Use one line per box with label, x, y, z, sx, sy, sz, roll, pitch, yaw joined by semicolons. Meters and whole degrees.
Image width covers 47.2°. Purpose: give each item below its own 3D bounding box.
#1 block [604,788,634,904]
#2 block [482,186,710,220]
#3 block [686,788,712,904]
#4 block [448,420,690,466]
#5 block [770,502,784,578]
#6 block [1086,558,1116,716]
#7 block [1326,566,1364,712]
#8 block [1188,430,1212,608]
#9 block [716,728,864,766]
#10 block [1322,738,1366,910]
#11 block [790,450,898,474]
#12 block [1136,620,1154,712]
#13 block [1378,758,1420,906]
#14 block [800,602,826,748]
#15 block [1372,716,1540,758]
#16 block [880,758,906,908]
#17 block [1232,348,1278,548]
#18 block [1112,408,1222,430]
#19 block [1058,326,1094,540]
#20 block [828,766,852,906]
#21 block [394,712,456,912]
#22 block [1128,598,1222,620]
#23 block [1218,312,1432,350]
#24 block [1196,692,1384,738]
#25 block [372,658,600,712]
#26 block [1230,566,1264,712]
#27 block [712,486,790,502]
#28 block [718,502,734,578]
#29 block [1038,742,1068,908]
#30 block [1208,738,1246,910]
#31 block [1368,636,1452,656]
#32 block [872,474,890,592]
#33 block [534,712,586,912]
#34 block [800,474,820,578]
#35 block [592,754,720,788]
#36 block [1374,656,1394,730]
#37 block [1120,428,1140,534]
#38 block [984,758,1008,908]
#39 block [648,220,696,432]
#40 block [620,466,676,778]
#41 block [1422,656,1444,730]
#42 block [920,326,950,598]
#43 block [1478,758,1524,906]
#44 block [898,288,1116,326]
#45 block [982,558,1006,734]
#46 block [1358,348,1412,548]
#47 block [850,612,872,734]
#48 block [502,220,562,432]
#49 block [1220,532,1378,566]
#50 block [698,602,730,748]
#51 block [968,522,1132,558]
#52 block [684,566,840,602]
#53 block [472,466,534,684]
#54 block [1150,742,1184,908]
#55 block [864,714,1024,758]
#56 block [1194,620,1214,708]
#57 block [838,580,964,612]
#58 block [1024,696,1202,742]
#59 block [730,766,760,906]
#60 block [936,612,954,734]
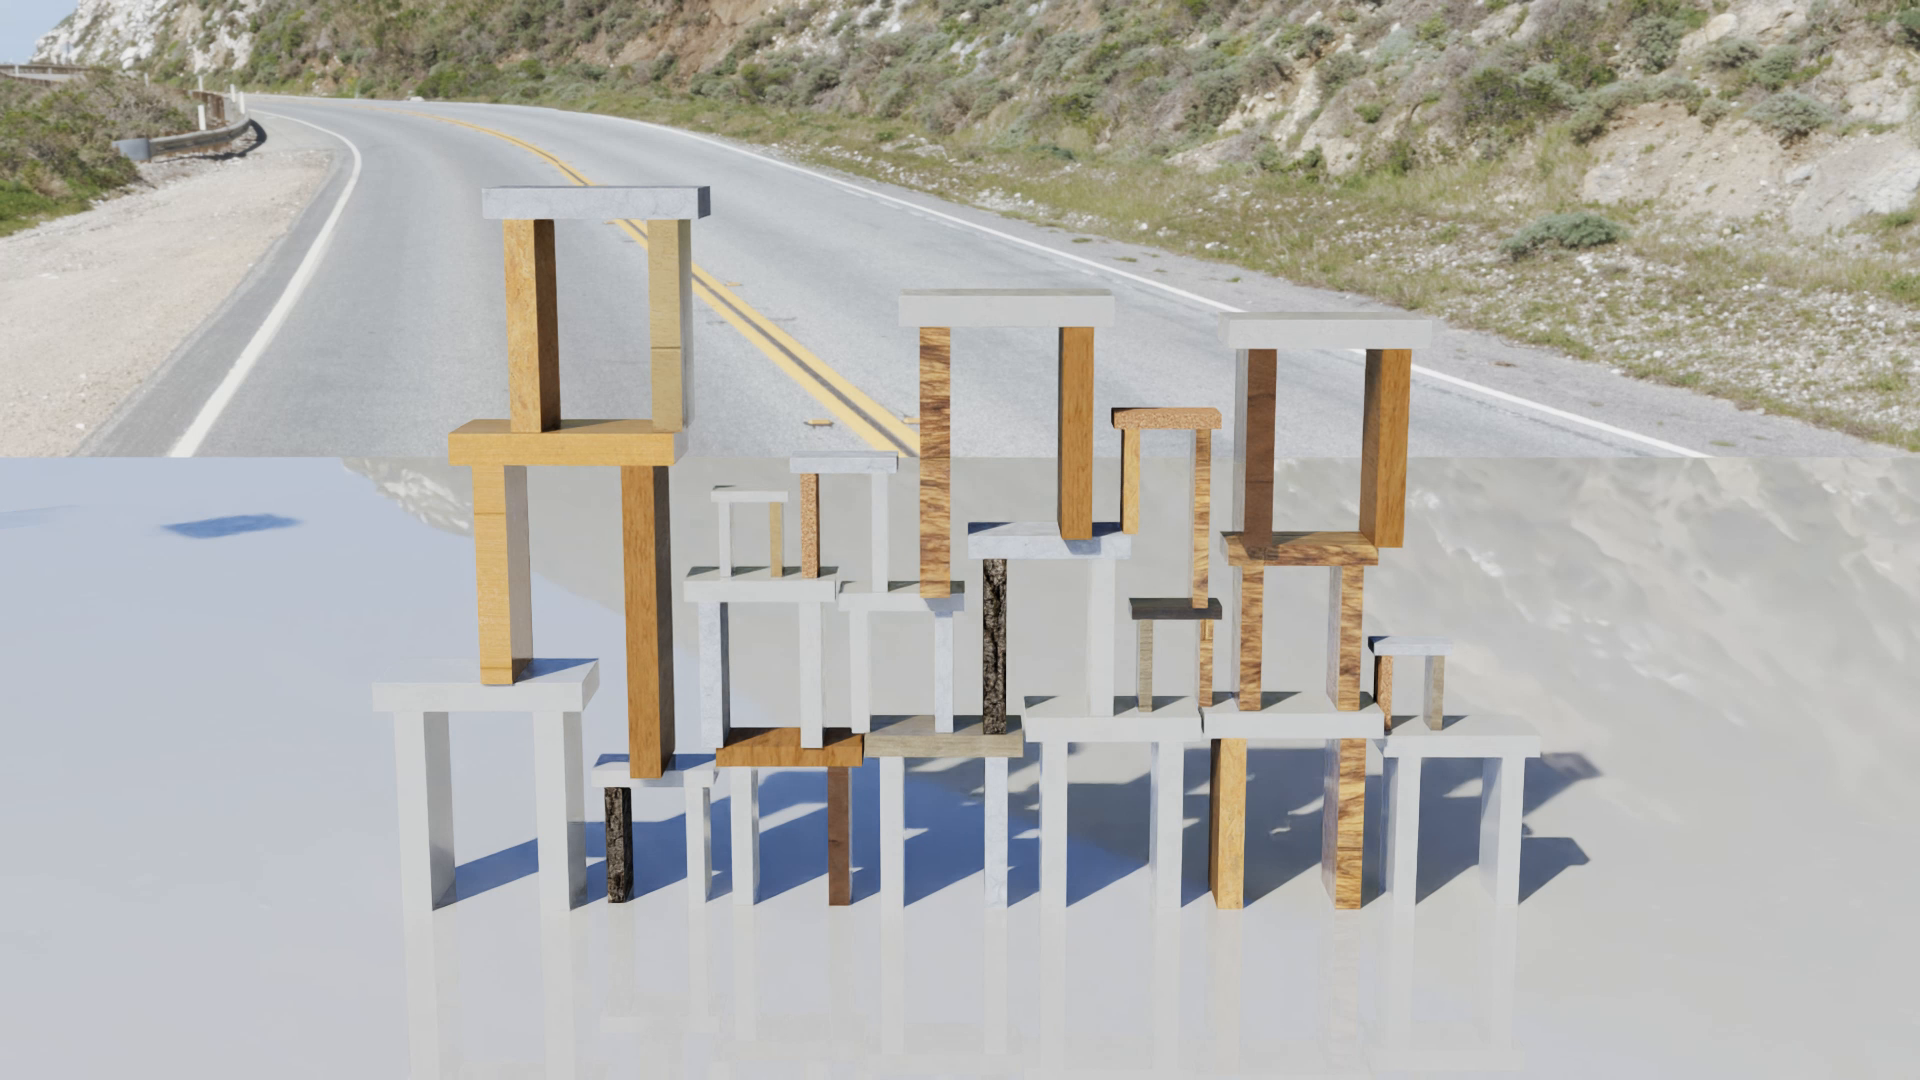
block;-0.566;0.491;3.655;0.028;0.199;0.099;0;11;0
block;-0.568;-0.532;3.464;0.331;0.047;0.166;0;11;0
block;-0.434;0.491;3.655;0.028;0.199;0.099;0;11;0
block;-0.623;-0.157;3.526;0.353;0.050;0.176;0;11;1
block;-0.295;-0.006;3.555;0.017;0.122;0.061;0;11;0
block;0.229;0.146;3.590;0.037;0.259;0.130;0;11;0
block;0.628;0.148;3.589;0.034;0.239;0.120;0;10;0
block;0.386;-0.041;3.552;0.024;0.290;0.085;0;11;0
block;-0.277;0.341;3.624;0.237;0.034;0.118;0;11;0
block;0.634;0.449;3.640;0.041;0.289;0.144;0;11;0
block;-0.185;-0.126;3.536;0.170;0.024;0.085;0;11;0
block;0.302;0.197;3.600;0.021;0.154;0.073;0;11;0
block;0.729;0.465;3.651;0.036;0.253;0.126;0;11;0
block;-0.240;0.207;3.593;0.034;0.241;0.121;0;11;0
block;0.814;0.323;3.624;0.253;0.036;0.126;0;11;0
block;-0.111;0.465;3.641;0.036;0.256;0.128;0;11;0
block;0.471;-0.157;3.529;0.044;0.314;0.157;0;10;0
block;0.330;-0.195;3.523;0.169;0.024;0.085;0;11;0
block;0.184;-0.181;3.522;0.047;0.335;0.167;0;11;0
block;-0.198;0.473;3.648;0.034;0.237;0.118;0;11;0
block;-0.884;0.425;3.638;0.048;0.336;0.168;0;11;0
block;0.350;0.112;3.583;0.146;0.021;0.073;0;11;0
block;0.577;-0.334;3.496;0.314;0.044;0.157;0;10;0
block;0.538;0.286;3.609;0.289;0.041;0.144;0;11;0
block;-0.772;0.237;3.603;0.336;0.048;0.168;0;11;0
block;0.468;0.148;3.588;0.034;0.239;0.120;0;10;0
block;-0.336;-0.075;3.542;0.122;0.017;0.061;0;11;0
block;-0.377;-0.006;3.555;0.017;0.122;0.061;0;11;0
block;0.154;0.451;3.644;0.040;0.282;0.141;0;11;0
block;0.442;0.449;3.640;0.041;0.289;0.144;0;11;0
block;0.735;0.173;3.595;0.126;0.018;0.063;0;11;0
block;-0.129;-0.019;3.555;0.024;0.193;0.085;0;11;0
block;-0.660;0.425;3.638;0.048;0.336;0.168;0;11;0
block;-0.242;-0.030;3.554;0.024;0.170;0.085;0;11;0
block;-0.501;0.380;3.631;0.199;0.028;0.099;0;11;0
block;0.693;0.243;3.609;0.018;0.126;0.063;0;11;0
block;0.273;-0.100;3.538;0.024;0.169;0.085;0;11;0
block;0.059;0.465;3.641;0.036;0.256;0.128;0;11;0
block;-0.458;-0.346;3.495;0.047;0.331;0.166;0;11;0
block;-0.505;0.117;3.575;0.050;0.509;0.176;0;11;0
block;0.777;0.243;3.609;0.018;0.126;0.063;0;11;0
block;-0.040;-0.135;3.531;0.047;0.429;0.167;0;11;0
block;0.898;0.465;3.651;0.036;0.253;0.126;0;11;0
block;0.073;-0.369;3.488;0.335;0.047;0.167;0;11;0
block;0.056;0.160;3.592;0.037;0.289;0.130;0;11;0
block;0.681;-0.157;3.527;0.044;0.314;0.157;1;10;1
block;-0.162;0.204;3.594;0.029;0.202;0.101;-1;11;0
block;-0.679;-0.346;3.497;0.047;0.331;0.166;0;11;1
block;0.547;0.013;3.563;0.239;0.034;0.120;0;10;0
block;-0.401;0.206;3.593;0.034;0.241;0.121;0;11;0
block;0.143;0.000;3.562;0.259;0.037;0.130;0;11;0
block;-0.320;0.071;3.568;0.241;0.034;0.121;0;11;0
block;-0.740;0.040;3.564;0.050;0.353;0.176;0;11;0
block;0.341;0.451;3.644;0.040;0.282;0.141;0;11;0
block;-0.026;0.322;3.615;0.256;0.036;0.128;0;11;0
block;0.399;0.193;3.599;0.021;0.146;0.073;0;11;0
block;-0.094;0.090;3.573;0.202;0.029;0.101;0;11;0
block;0.248;0.293;3.615;0.282;0.040;0.141;0;11;0
block;-0.356;0.473;3.648;0.034;0.237;0.118;0;11;0
block;-0.026;0.204;3.594;0.029;0.203;0.101;0;11;0
